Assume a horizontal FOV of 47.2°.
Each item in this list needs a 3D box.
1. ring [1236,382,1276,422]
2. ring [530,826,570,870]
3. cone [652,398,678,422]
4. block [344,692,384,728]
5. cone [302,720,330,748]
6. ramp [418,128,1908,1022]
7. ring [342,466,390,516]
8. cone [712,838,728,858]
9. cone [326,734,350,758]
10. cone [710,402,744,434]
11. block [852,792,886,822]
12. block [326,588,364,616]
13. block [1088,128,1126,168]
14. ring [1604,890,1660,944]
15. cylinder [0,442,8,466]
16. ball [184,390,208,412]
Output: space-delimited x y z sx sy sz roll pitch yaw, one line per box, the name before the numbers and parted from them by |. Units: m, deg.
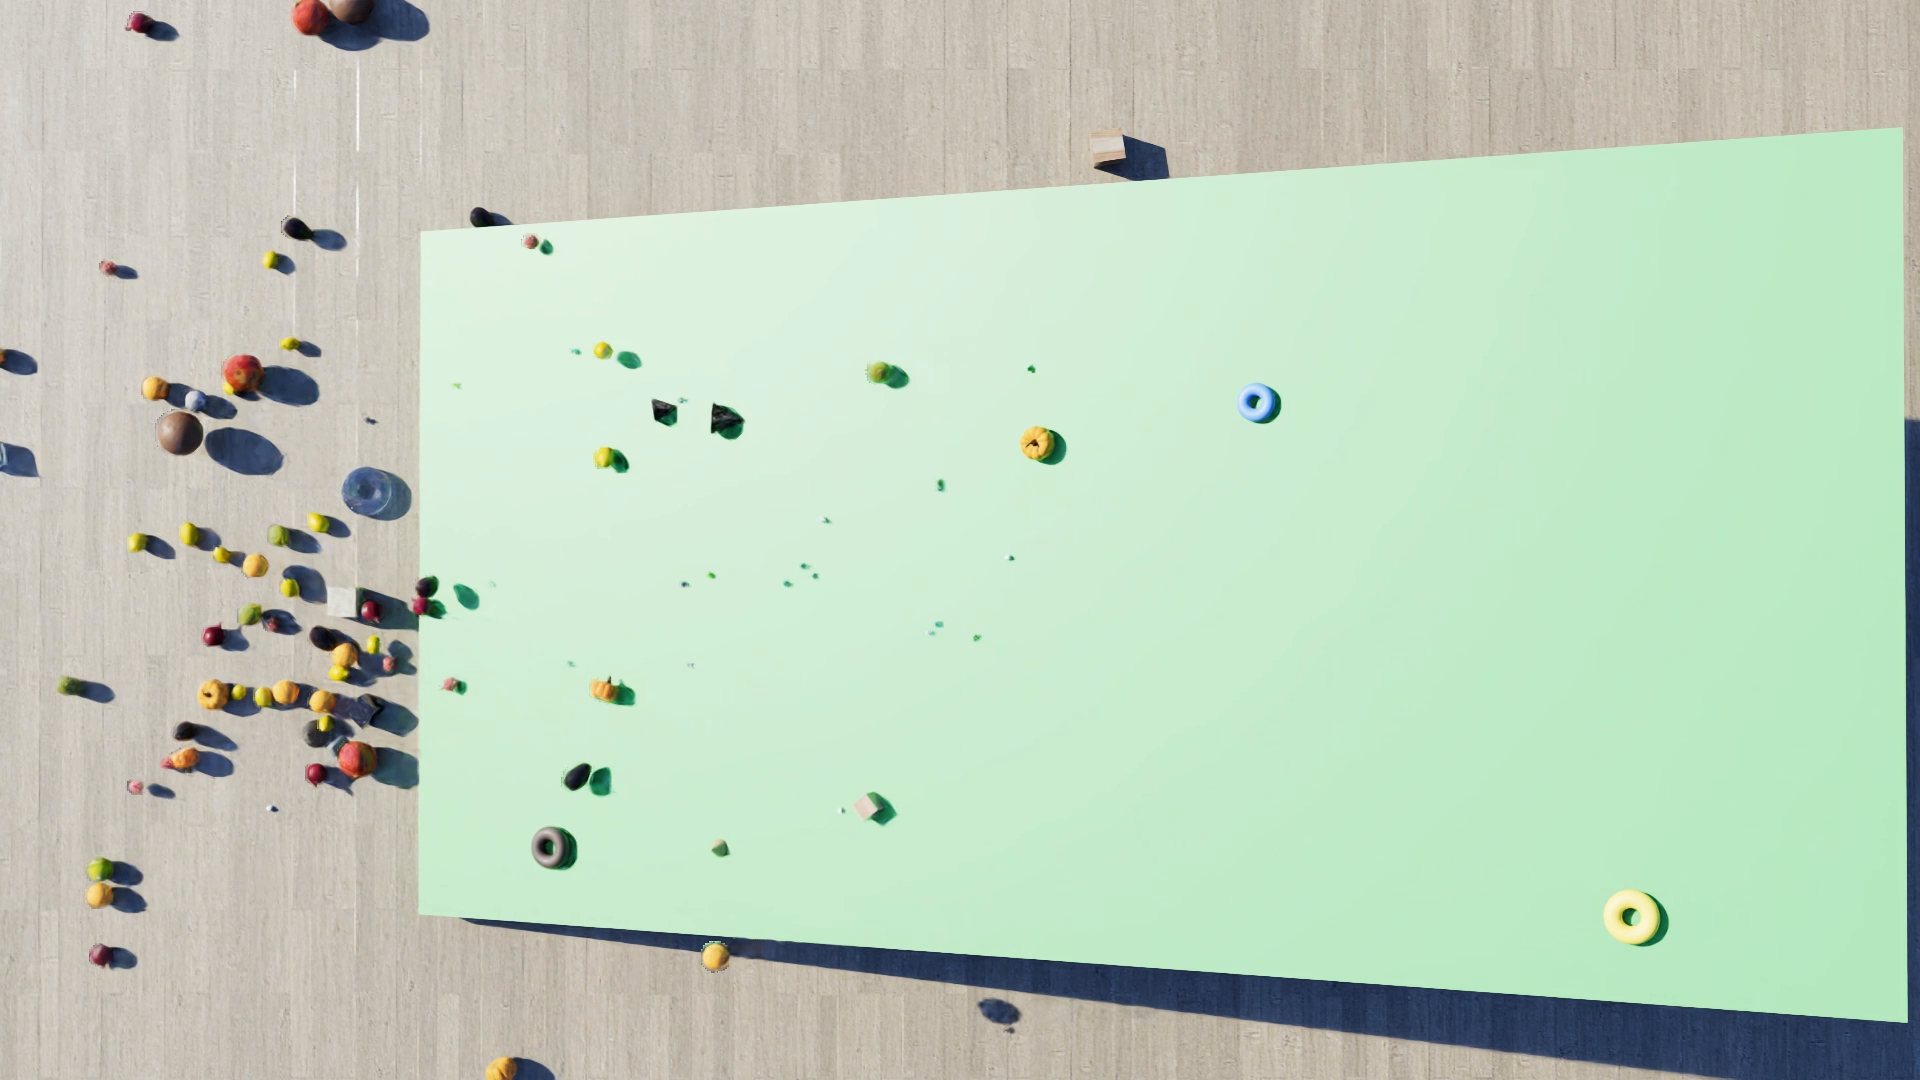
ring | 0.736 -0.343 5.471 0.097 0.032 0.097 0 90 22
ring | -1.162 0.872 6.239 0.124 0.041 0.124 0 90 24
cone | -0.818 -0.367 6.117 0.069 0.069 0.069 -9 89 -4
block | -1.758 0.504 6.495 0.069 0.069 0.069 40 94 1
cone | -1.914 0.575 6.490 0.083 0.083 0.083 0 89 0
ramp | 0.283 0.086 5.725 4.000 0.100 2.000 0 89 23
ring | -1.760 -0.145 6.516 0.147 0.049 0.147 0 88 1
cone | -0.671 0.847 6.029 0.052 0.052 0.052 0 89 23
cone | -1.847 0.611 6.497 0.067 0.067 0.067 0 89 0
cone | -0.635 -0.331 6.035 0.091 0.091 0.091 5 89 -4
block | -0.243 0.709 5.852 0.054 0.054 0.054 -41 75 17
block | -1.814 0.183 6.494 0.084 0.084 0.084 1 89 0
block | 0.435 -1.161 6.507 0.091 0.091 0.091 -9 89 0
ring | 1.560 0.876 5.109 0.127 0.042 0.127 -1 88 22
cylinder | -2.861 -0.252 6.507 0.068 0.068 0.068 -12 89 0
ball | -2.261 -0.410 6.510 0.067 0.067 0.067 0 89 0
